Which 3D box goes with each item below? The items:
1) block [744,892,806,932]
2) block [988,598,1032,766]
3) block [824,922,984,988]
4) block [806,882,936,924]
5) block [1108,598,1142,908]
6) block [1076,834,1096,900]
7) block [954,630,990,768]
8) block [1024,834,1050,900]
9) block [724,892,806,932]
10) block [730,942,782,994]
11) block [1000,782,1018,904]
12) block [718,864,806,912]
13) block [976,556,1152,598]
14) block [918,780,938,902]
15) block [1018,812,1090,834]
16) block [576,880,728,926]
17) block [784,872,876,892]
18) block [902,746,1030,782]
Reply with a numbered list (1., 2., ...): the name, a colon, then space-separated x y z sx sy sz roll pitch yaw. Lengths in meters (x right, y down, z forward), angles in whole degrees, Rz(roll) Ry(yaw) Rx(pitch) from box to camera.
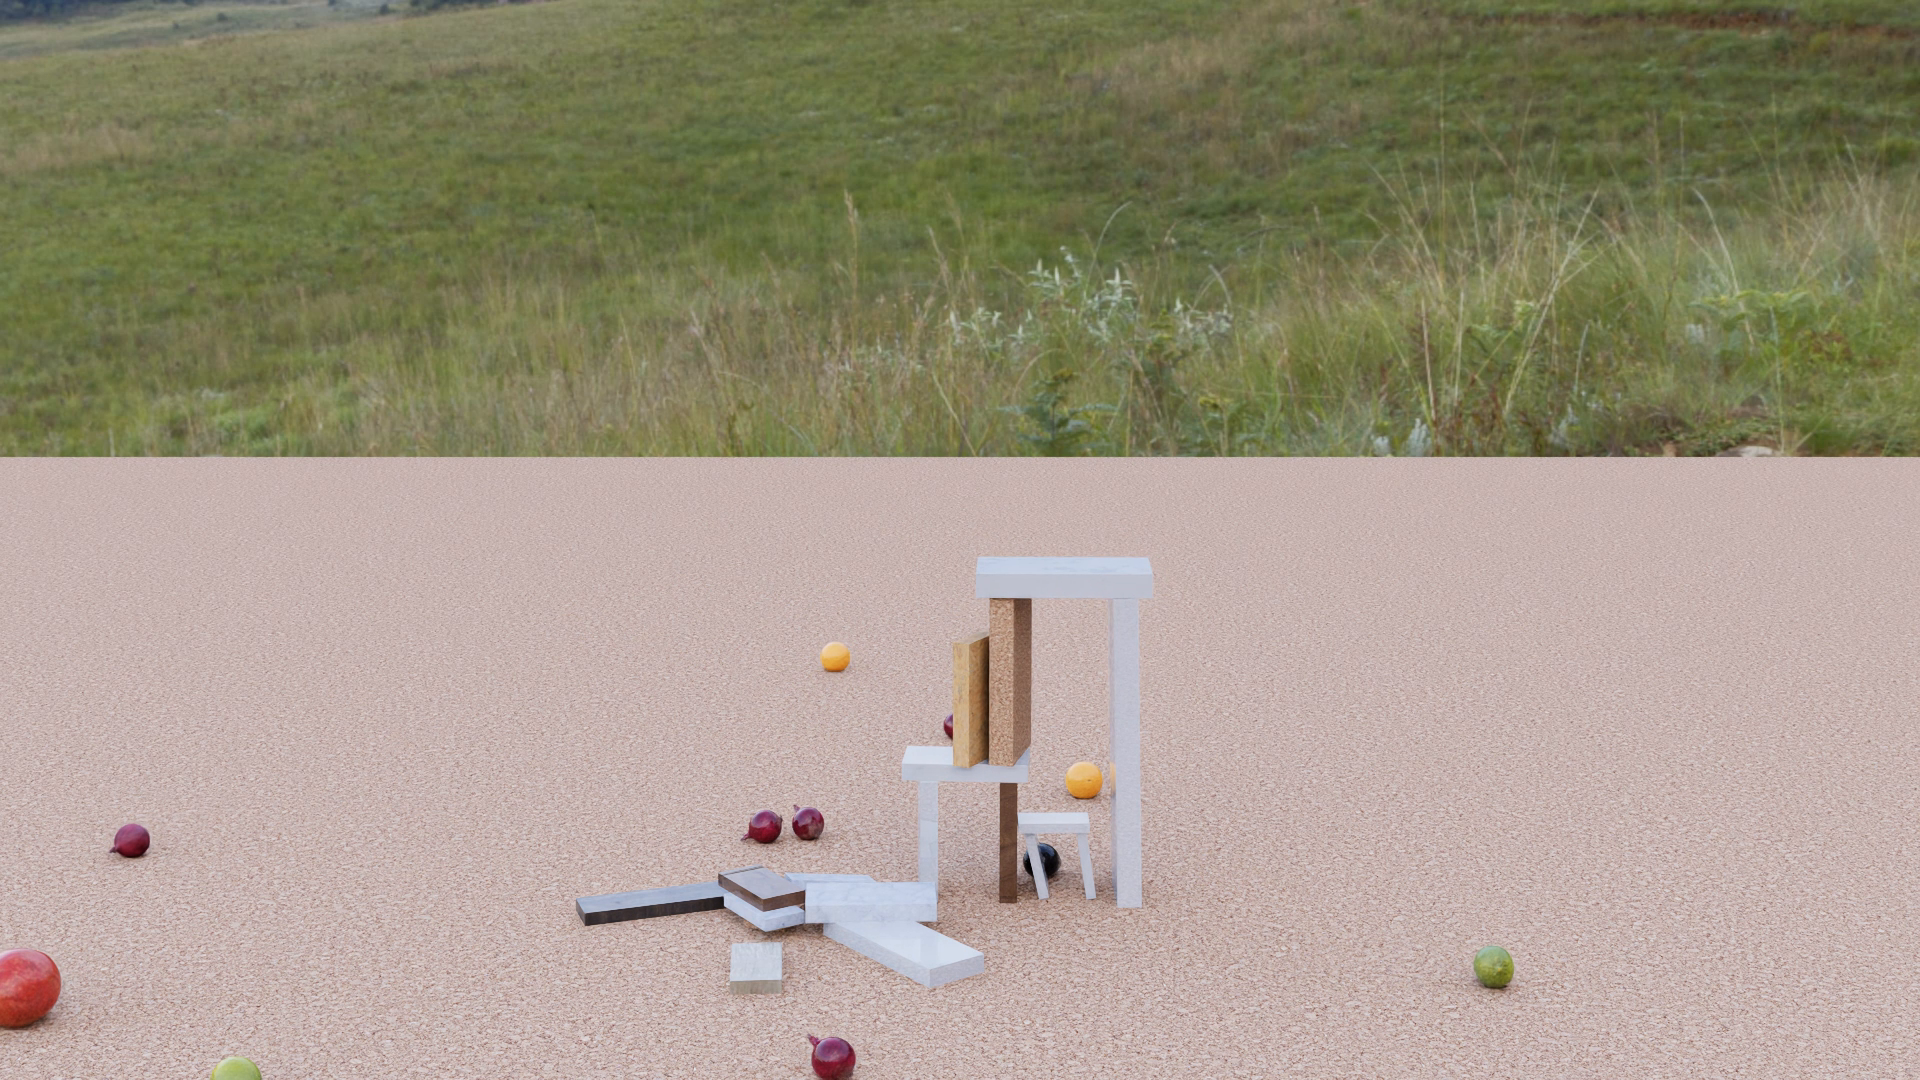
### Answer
1. block: -0.289 0.599 3.567 0.071 0.020 0.141 4 11 18
2. block: 0.084 0.217 3.619 0.040 0.282 0.141 3 11 14
3. block: -0.090 0.625 3.401 0.103 0.029 0.280 -8 13 -37
4. block: -0.142 0.577 3.501 0.206 0.029 0.103 0 11 -3
5. block: 0.271 0.335 3.624 0.040 0.517 0.141 -1 11 0
6. block: 0.209 0.532 3.658 0.017 0.117 0.059 -9 10 2
7. block: 0.026 0.259 3.598 0.029 0.206 0.103 6 12 28
8. block: 0.127 0.532 3.658 0.017 0.117 0.059 -12 10 4
9. block: -0.313 0.588 3.513 0.071 0.020 0.141 -7 13 -33
10. block: -0.307 0.645 3.314 0.076 0.022 0.152 -1 11 -4
11. block: 0.081 0.488 3.655 0.029 0.206 0.103 0 11 1
12. block: -0.321 0.561 3.548 0.076 0.022 0.152 -7 13 -33
13. block: 0.168 0.061 3.576 0.282 0.040 0.141 0 11 2
14. block: -0.054 0.488 3.656 0.029 0.206 0.103 -1 11 -3
15. block: 0.154 0.468 3.636 0.117 0.017 0.058 0 11 0
16. block: -0.466 0.591 3.606 0.313 0.022 0.076 -4 11 -20
17. block: -0.215 0.570 3.651 0.141 0.020 0.071 4 0 -14
18. block: 0.011 0.371 3.639 0.206 0.029 0.103 1 11 4
